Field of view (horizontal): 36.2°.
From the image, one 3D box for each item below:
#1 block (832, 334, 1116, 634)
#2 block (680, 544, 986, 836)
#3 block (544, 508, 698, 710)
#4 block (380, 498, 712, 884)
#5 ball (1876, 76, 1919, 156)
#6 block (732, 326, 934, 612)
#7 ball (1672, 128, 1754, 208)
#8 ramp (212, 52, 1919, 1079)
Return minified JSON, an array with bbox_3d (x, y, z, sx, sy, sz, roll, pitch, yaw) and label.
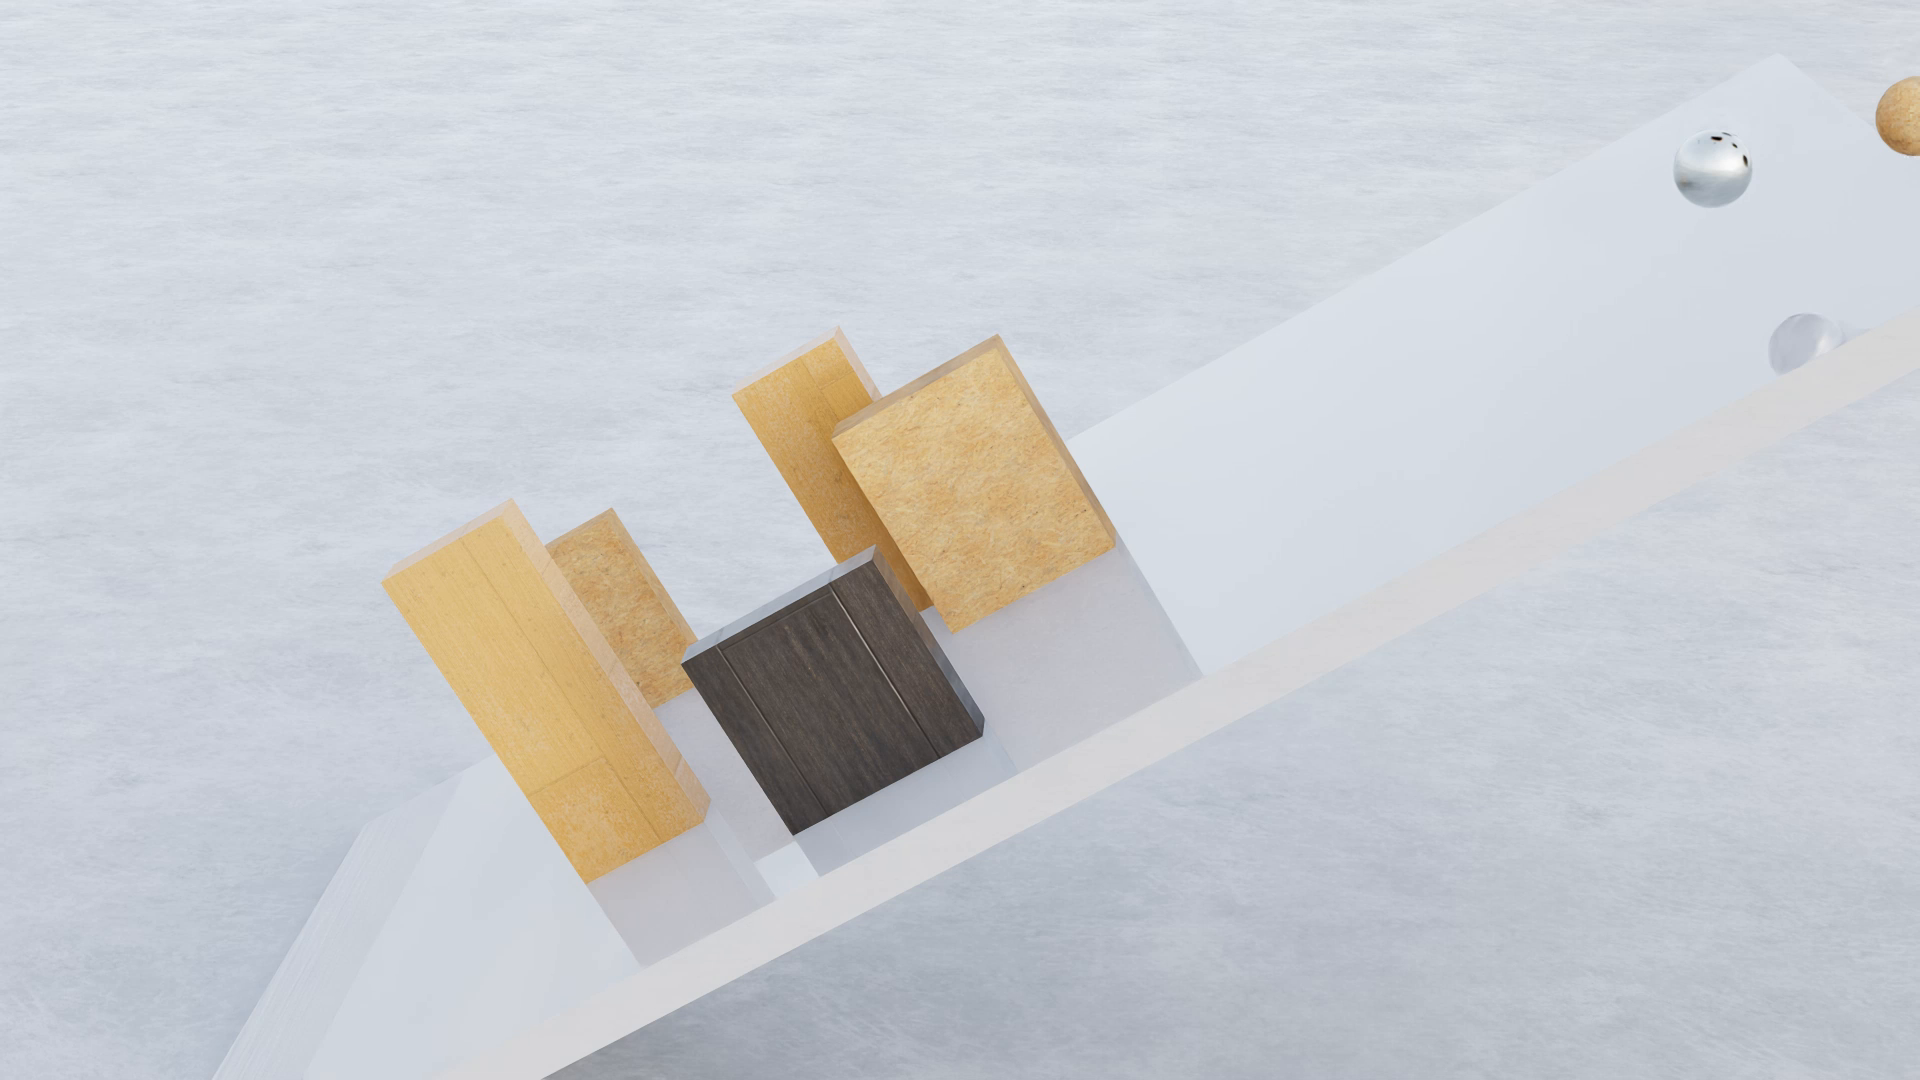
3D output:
[{"bbox_3d":[0.032,-0.117,6.246,0.401,0.501,0.119,-29,15,12],"label":"block"},{"bbox_3d":[-0.242,0.290,5.643,0.427,0.410,0.091,-29,15,12],"label":"block"},{"bbox_3d":[-0.831,0.189,7.065,0.269,0.464,0.087,-29,15,12],"label":"block"},{"bbox_3d":[-0.848,0.317,6.072,0.294,0.768,0.114,-29,15,12],"label":"block"},{"bbox_3d":[1.790,-0.793,5.503,0.149,0.149,0.149,0,19,0],"label":"ball"},{"bbox_3d":[-0.222,-0.133,6.542,0.264,0.638,0.108,-29,15,12],"label":"block"},{"bbox_3d":[1.417,-0.699,5.536,0.148,0.148,0.148,0,19,0],"label":"ball"},{"bbox_3d":[0.142,0.168,6.286,4.000,0.100,2.000,-29,15,12],"label":"ramp"}]
